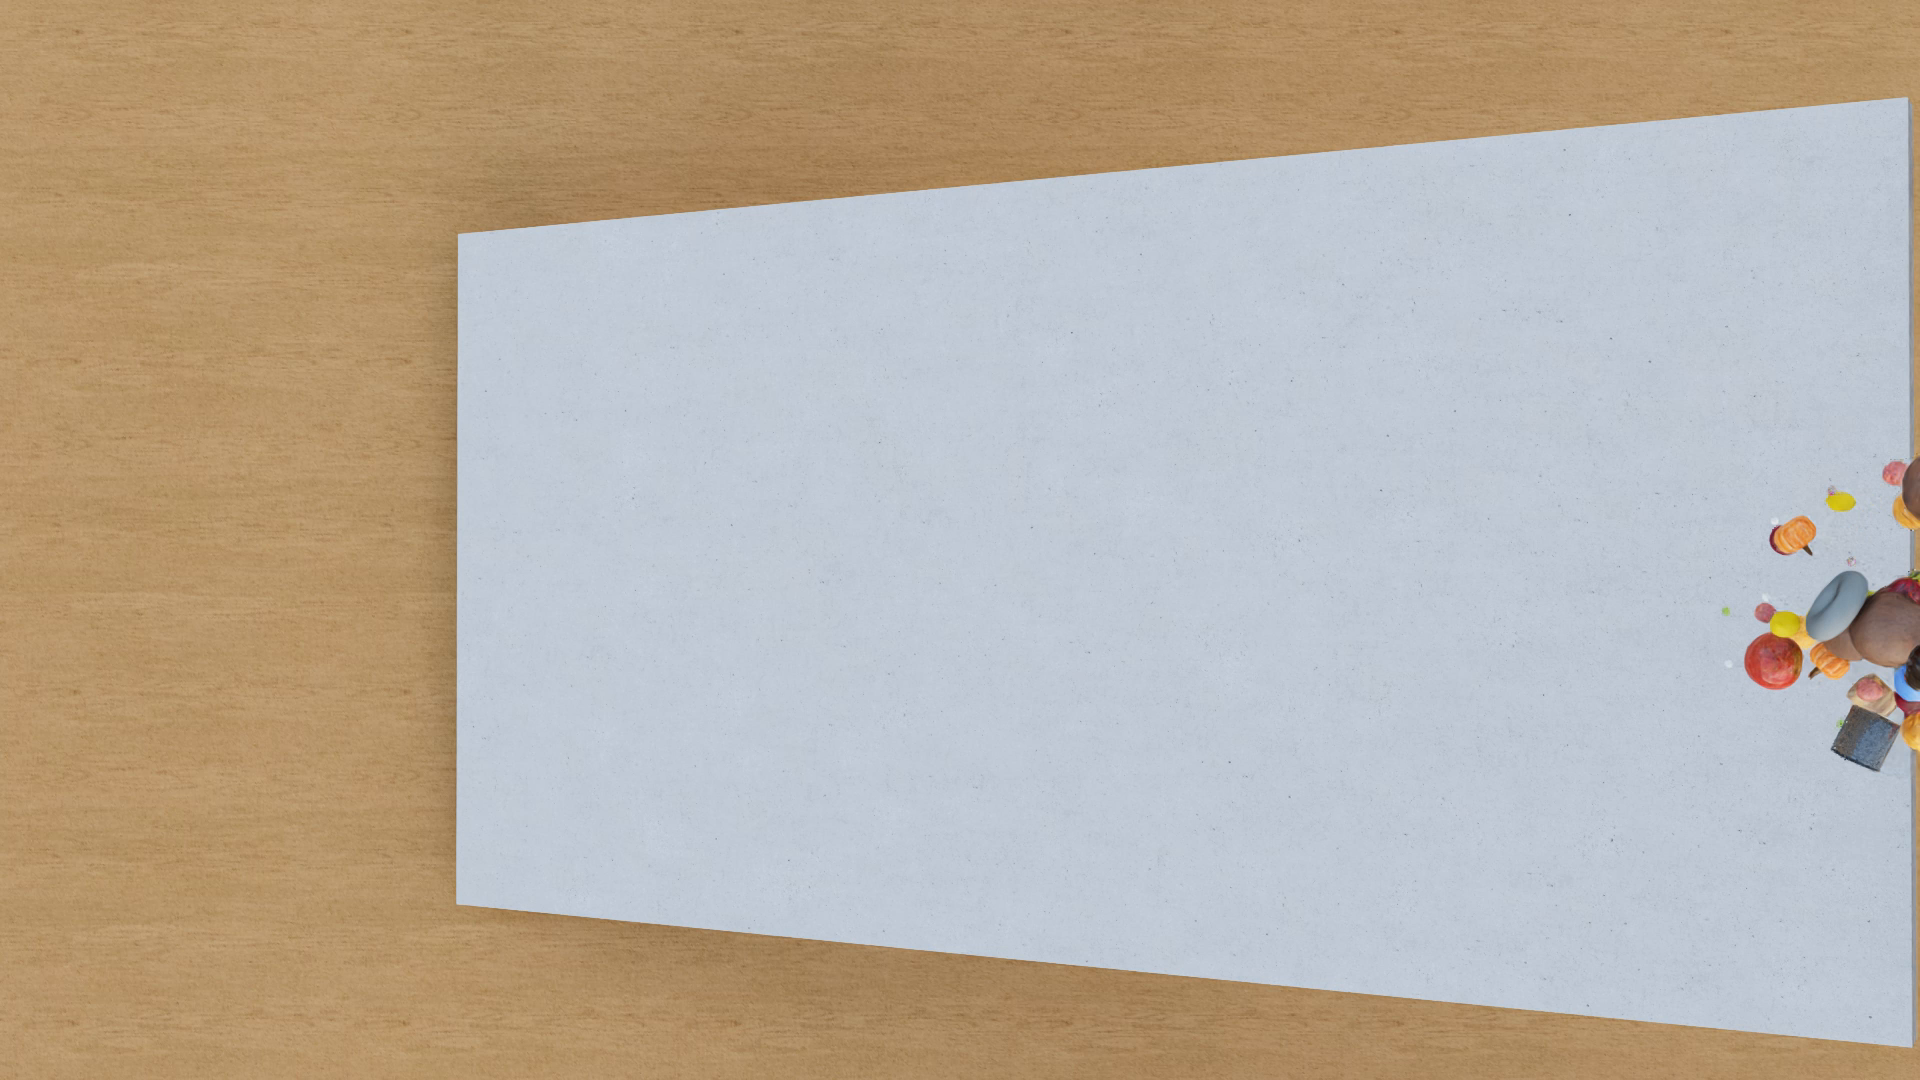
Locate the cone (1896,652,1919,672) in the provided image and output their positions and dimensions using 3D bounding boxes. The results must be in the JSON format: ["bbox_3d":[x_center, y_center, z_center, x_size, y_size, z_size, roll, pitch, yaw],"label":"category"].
[{"bbox_3d":[1.773,0.230,4.017,0.087,0.087,0.087,3,65,-7],"label":"cone"}]

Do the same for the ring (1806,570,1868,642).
[{"bbox_3d":[1.523,0.114,3.820,0.046,0.139,0.139,33,90,4],"label":"ring"}]

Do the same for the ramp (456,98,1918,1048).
[{"bbox_3d":[0.273,0.076,5.639,4.000,0.100,2.000,0,89,29],"label":"ramp"}]

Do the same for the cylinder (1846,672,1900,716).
[{"bbox_3d":[1.823,0.315,4.390,0.070,0.070,0.070,-44,89,0],"label":"cylinder"}]

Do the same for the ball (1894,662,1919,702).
[{"bbox_3d":[1.574,0.235,3.626,0.065,0.065,0.065,0,89,0],"label":"ball"}]
